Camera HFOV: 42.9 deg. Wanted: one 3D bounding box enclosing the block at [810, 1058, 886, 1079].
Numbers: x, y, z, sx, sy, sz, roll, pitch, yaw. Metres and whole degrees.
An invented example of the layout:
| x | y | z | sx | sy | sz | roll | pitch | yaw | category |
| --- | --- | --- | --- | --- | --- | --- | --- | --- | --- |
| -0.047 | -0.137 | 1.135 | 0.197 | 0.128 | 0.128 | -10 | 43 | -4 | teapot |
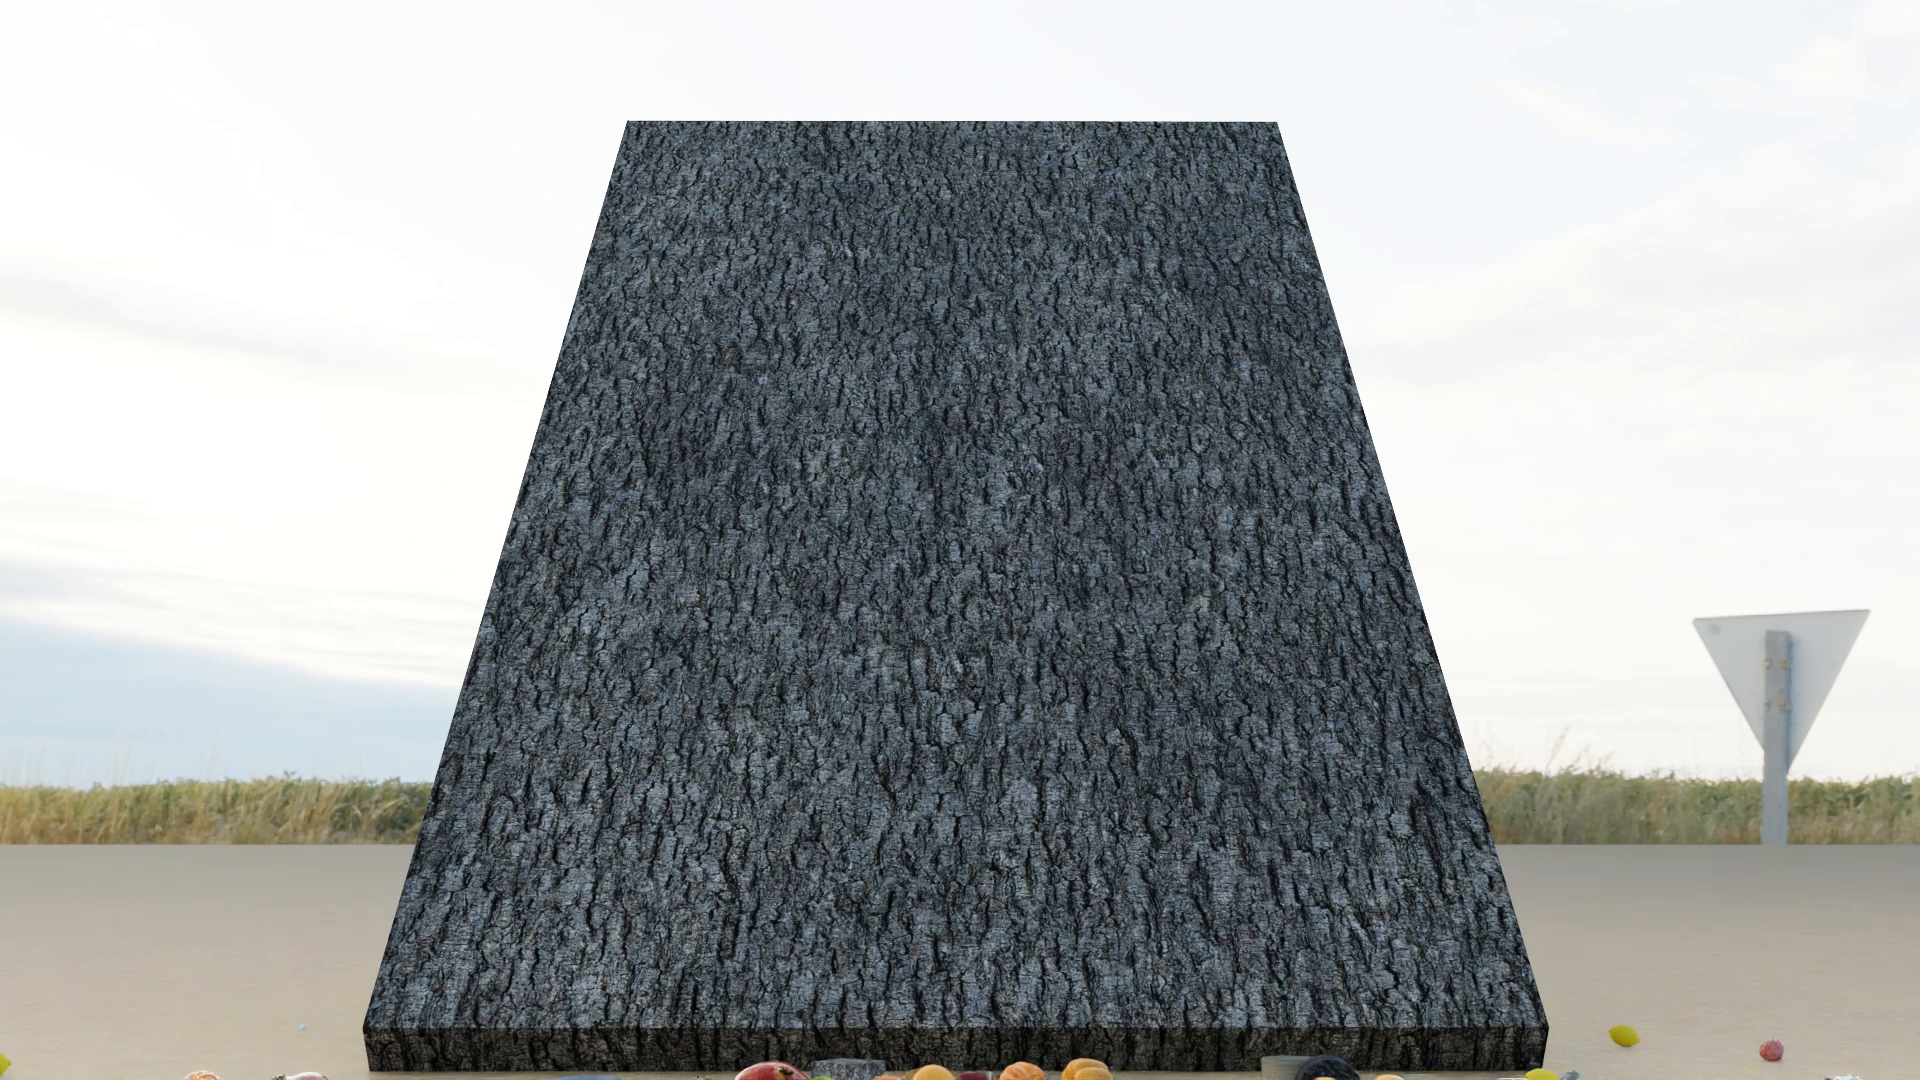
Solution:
| x | y | z | sx | sy | sz | roll | pitch | yaw | category |
| --- | --- | --- | --- | --- | --- | --- | --- | --- | --- |
| -0.161 | 0.787 | 3.505 | 0.077 | 0.077 | 0.077 | -5 | -8 | 33 | block |

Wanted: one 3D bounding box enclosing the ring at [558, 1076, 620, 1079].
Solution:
| x | y | z | sx | sy | sz | roll | pitch | yaw | category |
| --- | --- | --- | --- | --- | --- | --- | --- | --- | --- |
| -0.557 | 0.822 | 3.643 | 0.120 | 0.040 | 0.120 | -1 | -7 | 0 | ring |

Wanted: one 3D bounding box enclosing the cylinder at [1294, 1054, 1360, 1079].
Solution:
| x | y | z | sx | sy | sz | roll | pitch | yaw | category |
| --- | --- | --- | --- | --- | --- | --- | --- | --- | --- |
| 0.515 | 0.769 | 3.416 | 0.090 | 0.090 | 0.090 | 0 | -7 | 4 | cylinder |

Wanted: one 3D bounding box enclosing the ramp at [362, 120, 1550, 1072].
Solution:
| x | y | z | sx | sy | sz | roll | pitch | yaw | category |
| --- | --- | --- | --- | --- | --- | --- | --- | --- | --- |
| -0.015 | -0.192 | 5.842 | 2.000 | 0.100 | 4.000 | 0 | 32 | 0 | ramp |

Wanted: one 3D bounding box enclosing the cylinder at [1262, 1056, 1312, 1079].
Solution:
| x | y | z | sx | sy | sz | roll | pitch | yaw | category |
| --- | --- | --- | --- | --- | --- | --- | --- | --- | --- |
| 0.474 | 0.784 | 3.505 | 0.081 | 0.081 | 0.081 | 0 | -7 | 0 | cylinder |

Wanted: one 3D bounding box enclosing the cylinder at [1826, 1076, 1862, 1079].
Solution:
| x | y | z | sx | sy | sz | roll | pitch | yaw | category |
| --- | --- | --- | --- | --- | --- | --- | --- | --- | --- |
| 1.257 | 0.793 | 3.480 | 0.057 | 0.057 | 0.057 | 5 | -8 | -43 | cylinder |

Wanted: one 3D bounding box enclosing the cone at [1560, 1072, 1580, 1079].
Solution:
| x | y | z | sx | sy | sz | roll | pitch | yaw | category |
| --- | --- | --- | --- | --- | --- | --- | --- | --- | --- |
| 0.914 | 0.824 | 3.601 | 0.058 | 0.058 | 0.058 | 6 | 18 | -38 | cone |
